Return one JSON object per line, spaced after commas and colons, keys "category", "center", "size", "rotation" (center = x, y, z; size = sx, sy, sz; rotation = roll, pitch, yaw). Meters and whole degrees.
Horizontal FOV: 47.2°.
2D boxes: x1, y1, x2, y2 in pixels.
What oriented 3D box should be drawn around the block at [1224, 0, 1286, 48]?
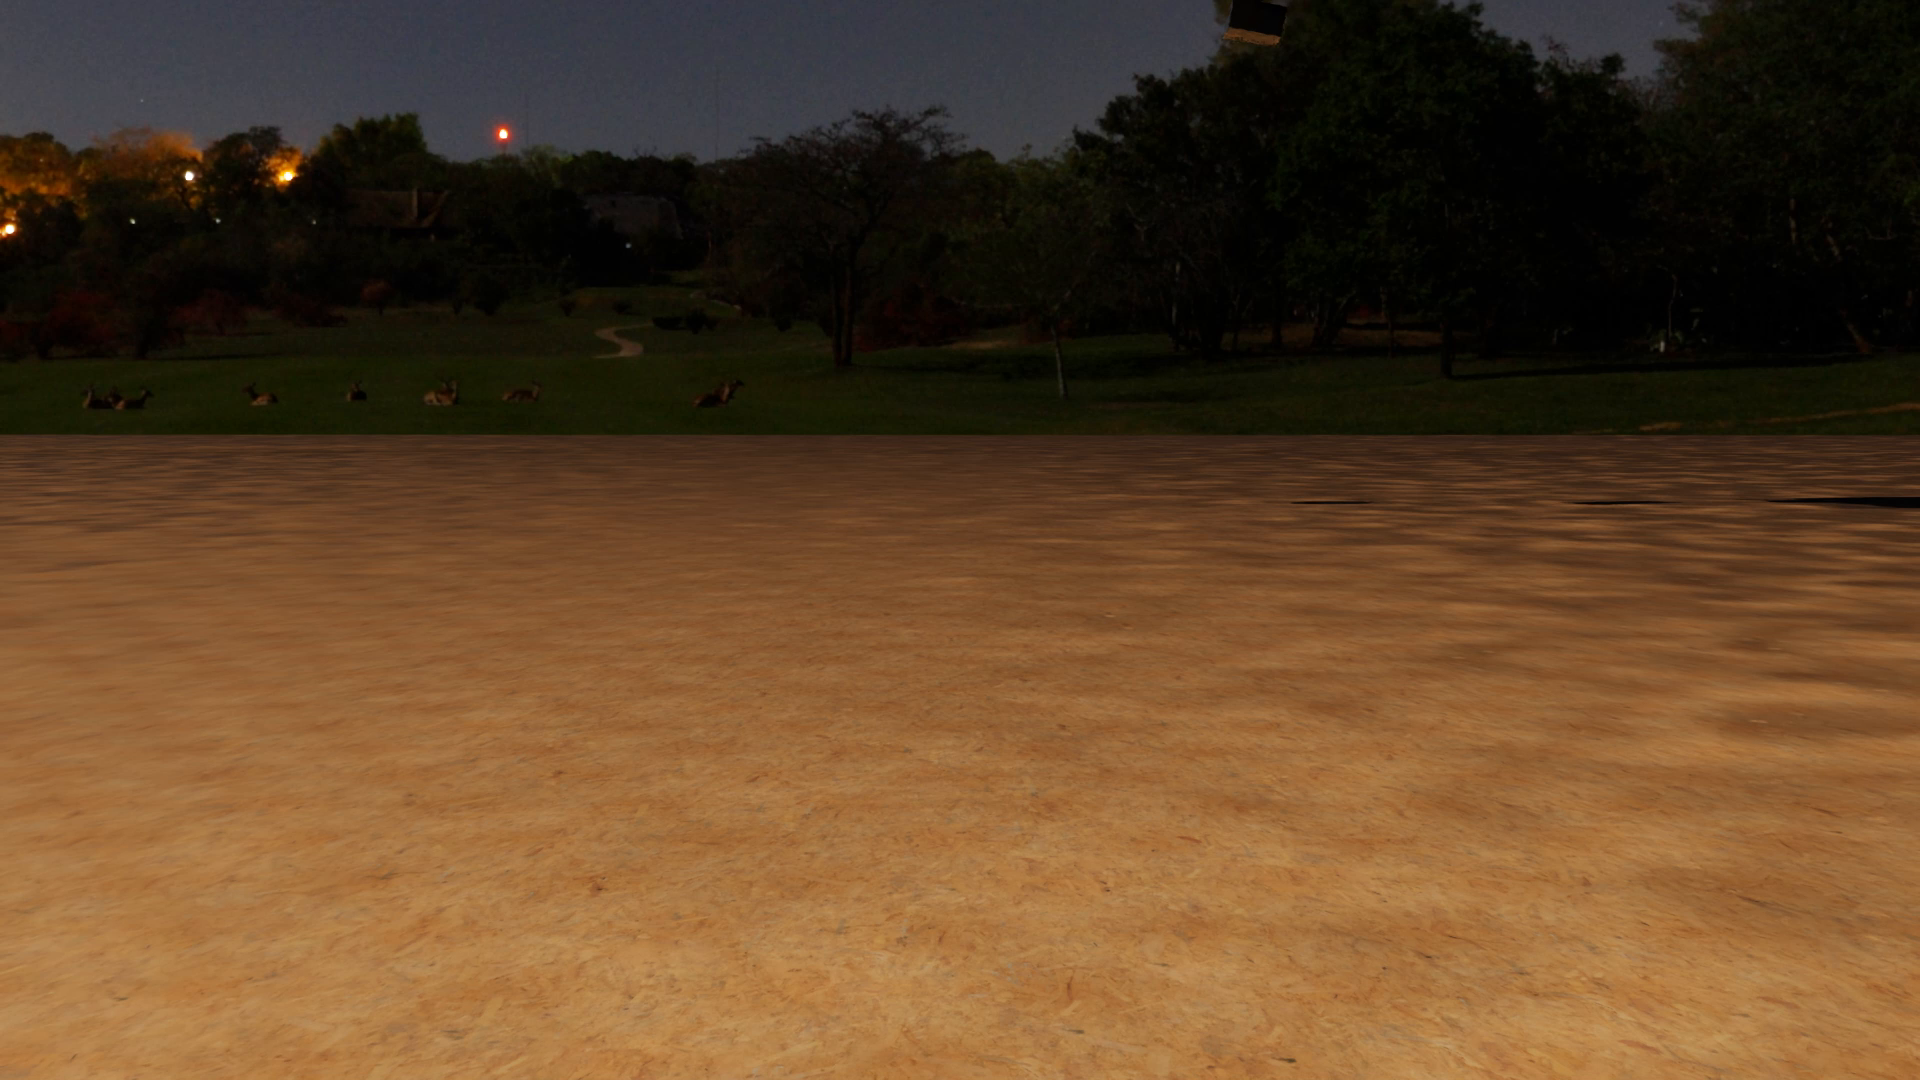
{"category": "block", "center": [1.105, -1.939, 8.241], "size": [0.197, 0.114, 0.161], "rotation": [11, -2, 0]}
